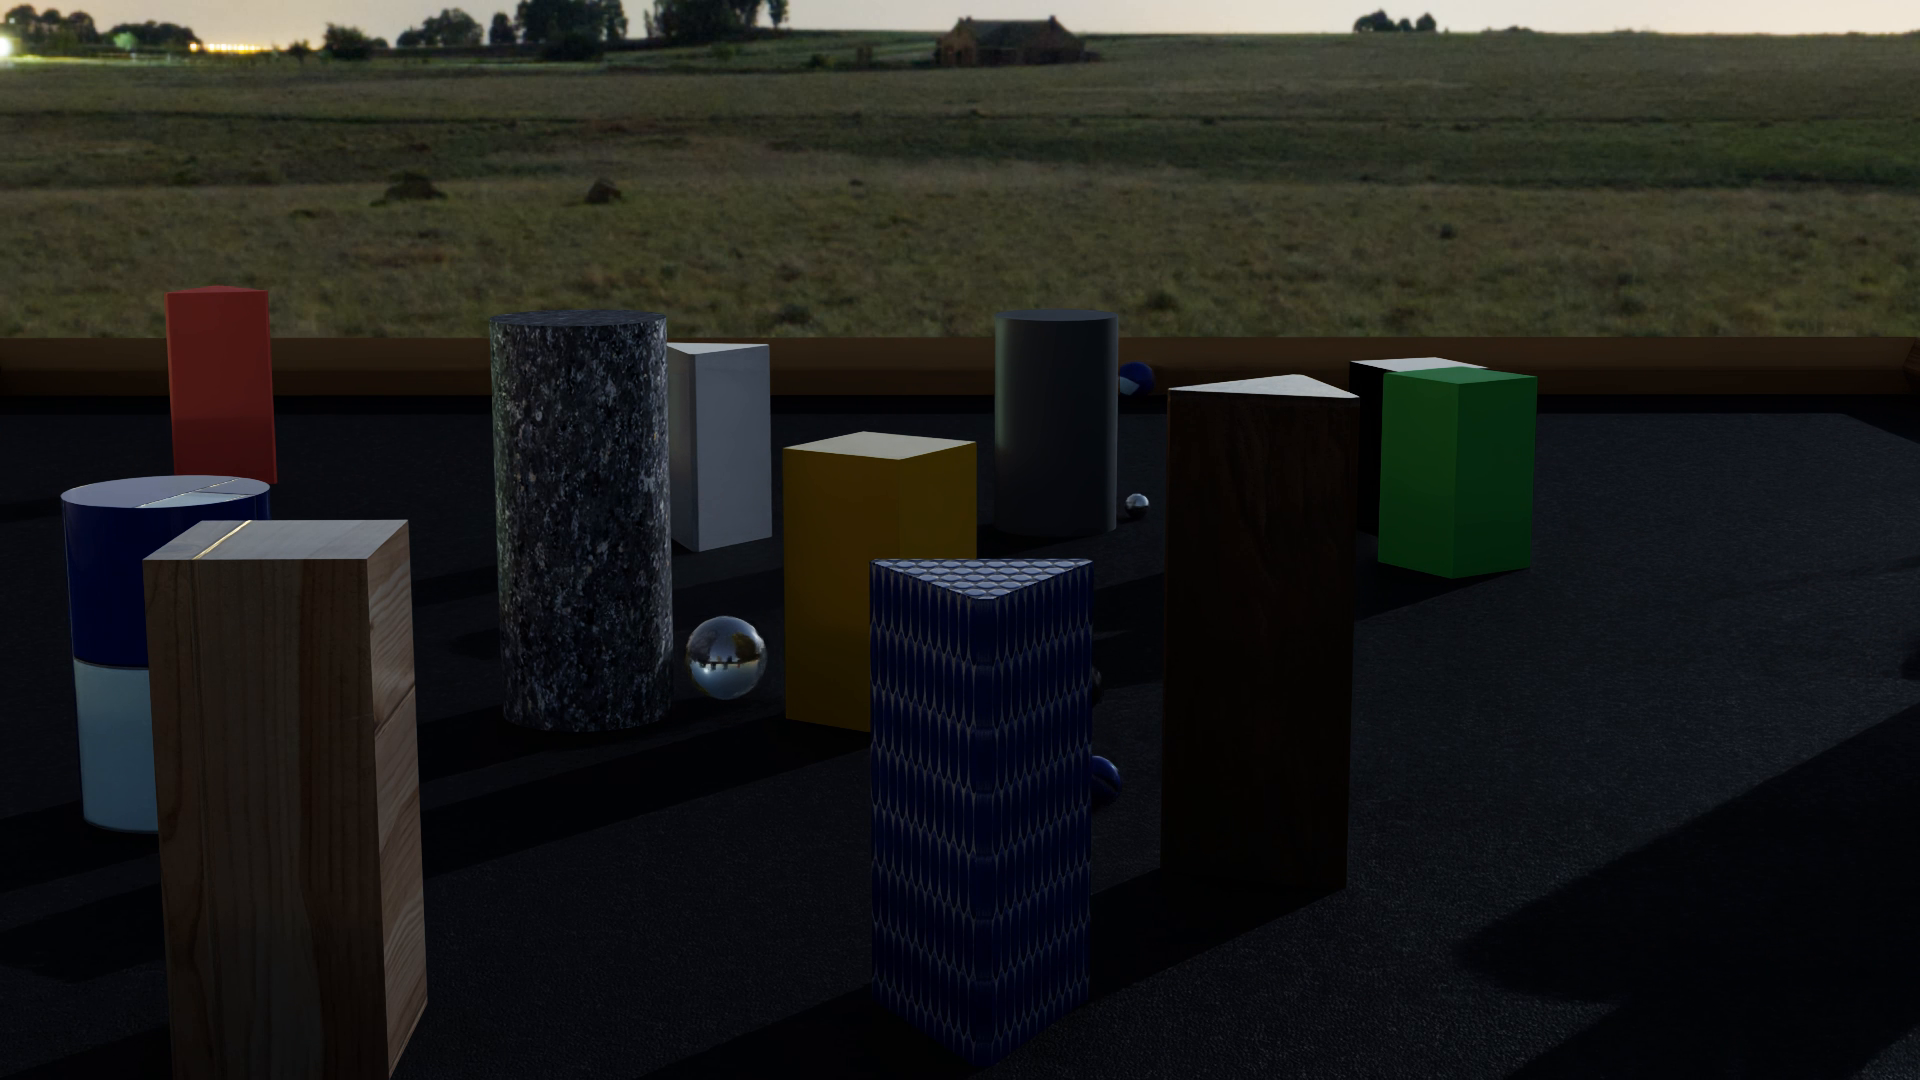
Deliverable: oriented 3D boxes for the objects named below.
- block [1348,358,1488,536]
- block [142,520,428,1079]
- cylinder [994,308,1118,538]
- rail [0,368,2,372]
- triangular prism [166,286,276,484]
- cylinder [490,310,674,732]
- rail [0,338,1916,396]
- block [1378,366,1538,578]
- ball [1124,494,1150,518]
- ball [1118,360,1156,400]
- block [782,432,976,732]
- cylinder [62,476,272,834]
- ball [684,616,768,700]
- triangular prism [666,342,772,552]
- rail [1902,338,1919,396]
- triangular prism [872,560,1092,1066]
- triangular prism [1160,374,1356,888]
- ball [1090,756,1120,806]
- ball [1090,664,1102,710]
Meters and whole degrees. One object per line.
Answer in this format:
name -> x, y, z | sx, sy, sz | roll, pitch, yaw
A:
block -> 0.716, -0.144, 4.028 | 0.156, 0.264, 0.156 | -4, 11, -21
block -> -0.494, 0.189, 1.902 | 0.156, 0.386, 0.156 | 0, 11, -1
cylinder -> 0.152, -0.188, 4.065 | 0.195, 0.338, 0.195 | 0, 11, 0
rail -> -2.120, 0.035, 3.437 | 0.045, 0.127, 4.597 | 0, 11, 0
triangular prism -> -1.303, -0.275, 4.530 | 0.169, 0.338, 0.146 | -3, 11, -15
cylinder -> -0.424, -0.026, 2.889 | 0.195, 0.449, 0.195 | 0, 11, 0
rail -> -0.013, -0.383, 5.686 | 4.288, 0.127, 0.045 | 0, 11, 0
block -> 0.727, -0.102, 3.756 | 0.156, 0.281, 0.156 | -7, 13, -33
ball -> 0.287, -0.055, 4.164 | 0.040, 0.040, 0.040 | 0, 11, 0
ball -> 0.386, -0.351, 5.632 | 0.085, 0.085, 0.085 | 0, 11, 0
block -> -0.089, 0.046, 2.888 | 0.156, 0.308, 0.156 | 7, 12, 32
cylinder -> -0.772, 0.108, 2.525 | 0.195, 0.317, 0.195 | 0, 11, 0
ball -> -0.272, 0.137, 2.974 | 0.097, 0.097, 0.097 | 0, 11, 0
triangular prism -> -0.404, -0.150, 3.962 | 0.146, 0.300, 0.169 | 8, 13, 38
rail -> 2.120, 0.030, 3.461 | 0.045, 0.127, 4.597 | 0, 11, 0
triangular prism -> 0.038, 0.195, 1.963 | 0.146, 0.352, 0.169 | -6, 12, -30
triangular prism -> 0.288, 0.077, 2.351 | 0.169, 0.443, 0.146 | 4, 11, 20
ball -> 0.135, 0.239, 2.551 | 0.049, 0.049, 0.049 | 0, 11, 0
ball -> 0.130, 0.167, 2.904 | 0.064, 0.064, 0.064 | 0, 11, 0
